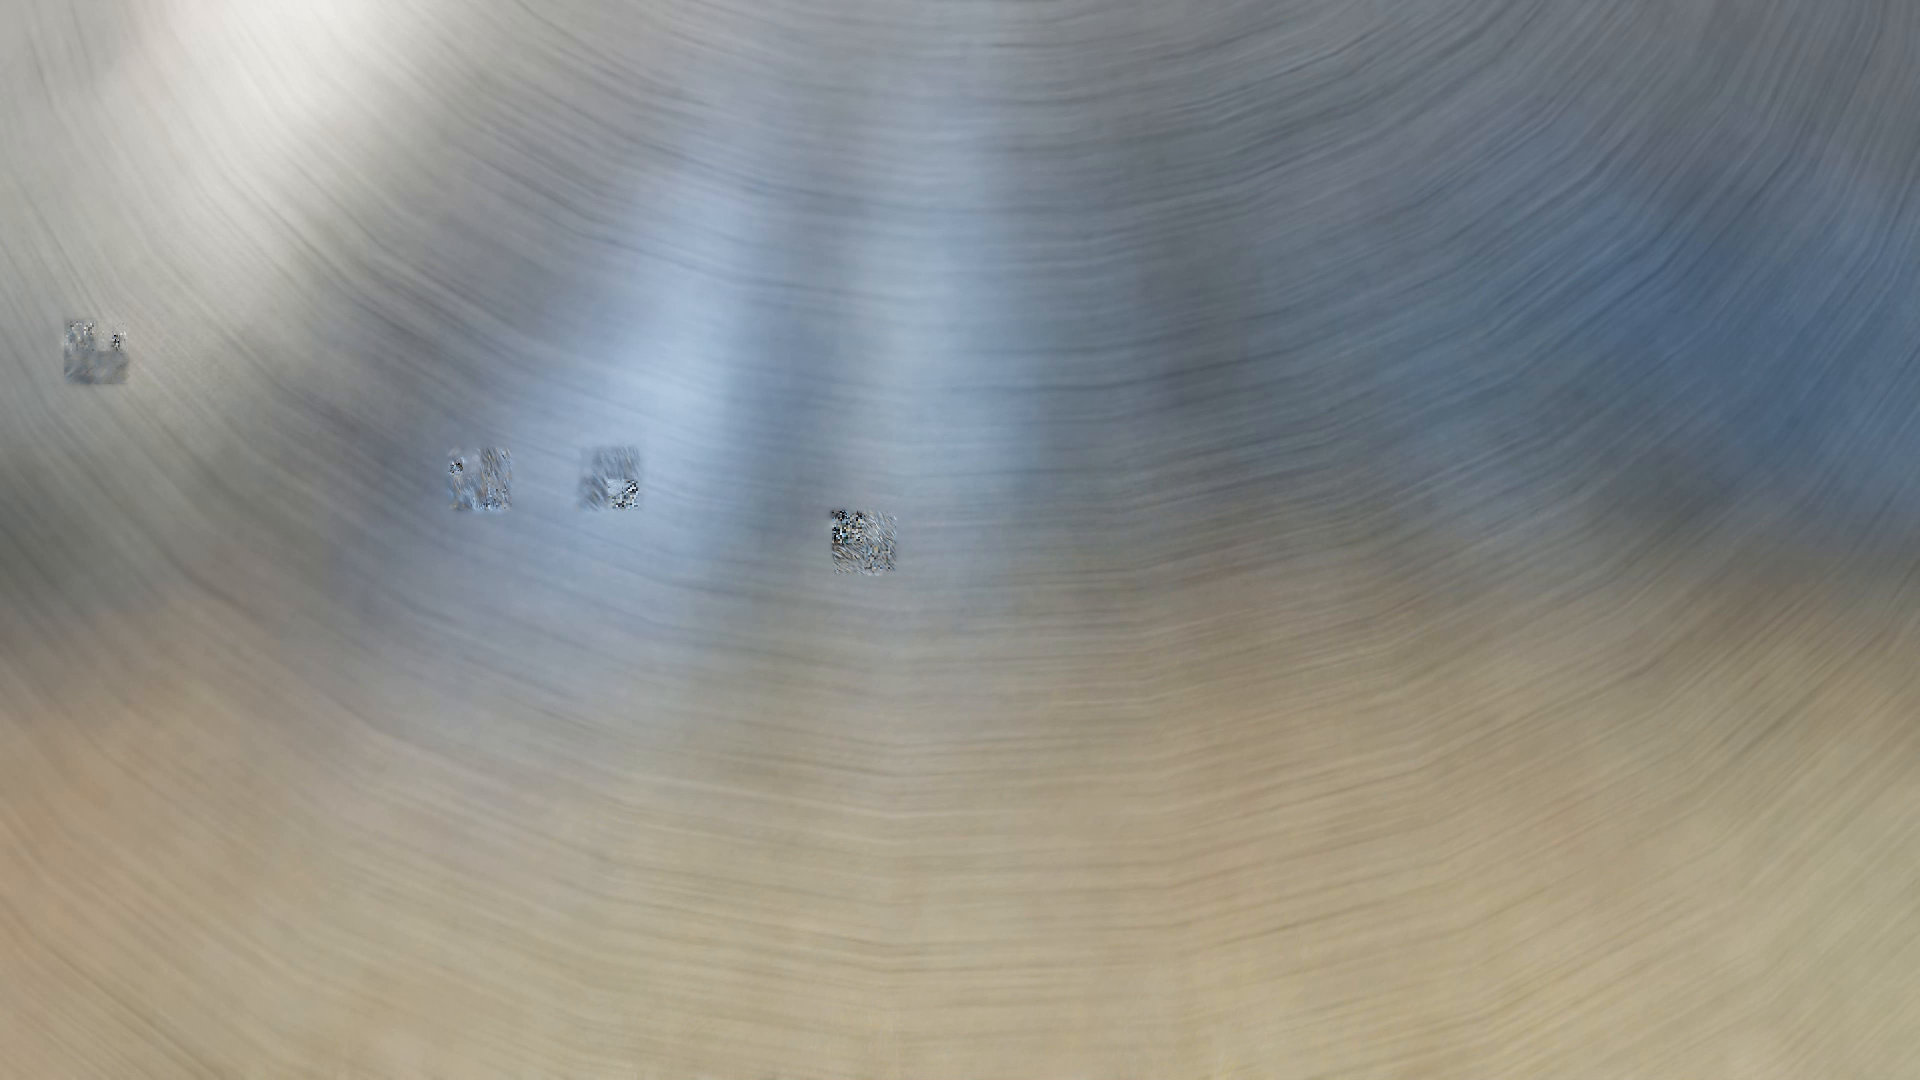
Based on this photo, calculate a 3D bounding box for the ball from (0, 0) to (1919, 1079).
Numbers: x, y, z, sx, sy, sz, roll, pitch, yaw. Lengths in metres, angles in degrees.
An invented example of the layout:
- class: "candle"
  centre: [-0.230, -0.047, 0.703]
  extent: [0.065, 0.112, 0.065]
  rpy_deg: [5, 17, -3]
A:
- class: "ball"
  centre: [0.000, -0.002, 0.056]
  extent: [0.080, 0.080, 0.080]
  rpy_deg: [0, 4, 0]
